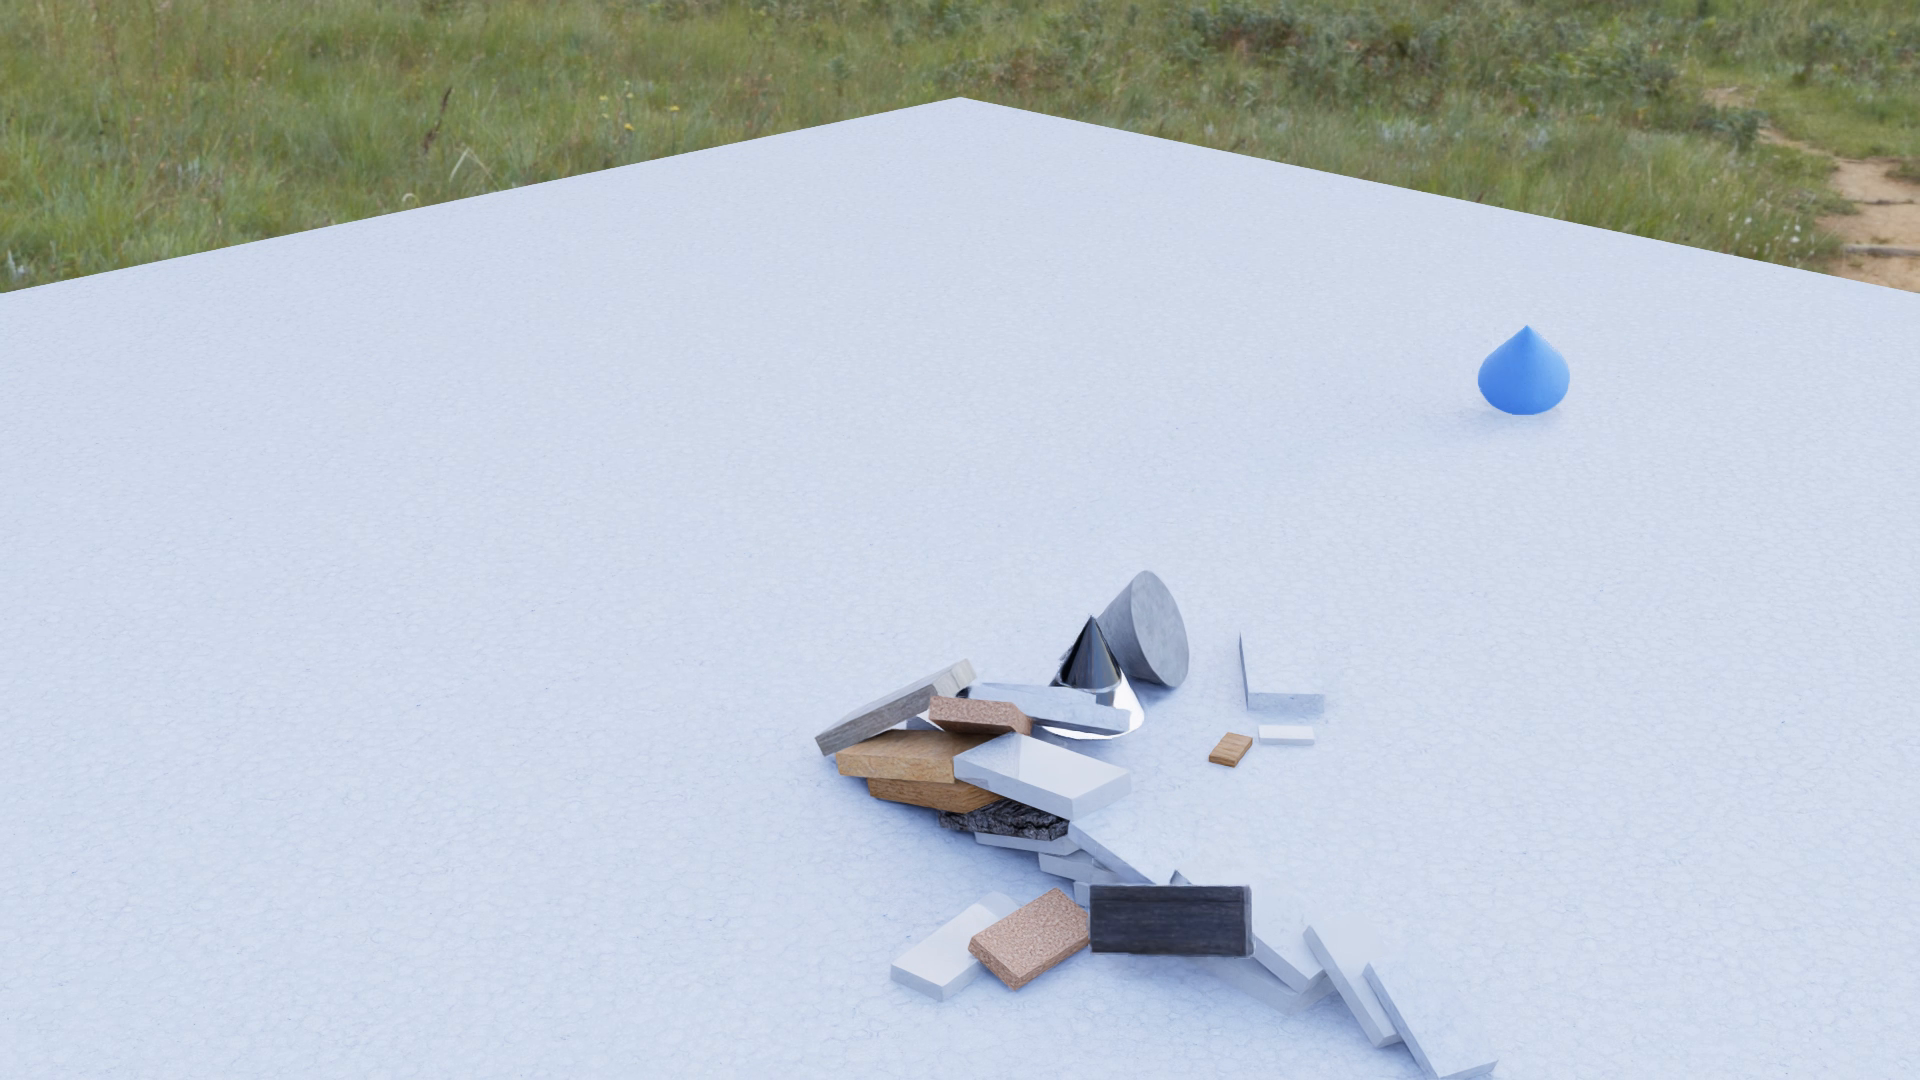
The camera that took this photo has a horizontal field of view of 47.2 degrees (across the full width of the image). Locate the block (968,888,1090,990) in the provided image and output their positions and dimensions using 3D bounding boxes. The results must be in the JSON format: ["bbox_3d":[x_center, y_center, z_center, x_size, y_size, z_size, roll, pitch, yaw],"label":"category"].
[{"bbox_3d":[0.137,0.719,3.973,0.117,0.033,0.235,37,38,28],"label":"block"}]

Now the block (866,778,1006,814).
[{"bbox_3d":[-0.029,0.487,4.433,0.161,0.046,0.322,-17,11,-35],"label":"block"}]

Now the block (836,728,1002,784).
[{"bbox_3d":[-0.078,0.439,4.491,0.336,0.048,0.168,-2,13,45],"label":"block"}]

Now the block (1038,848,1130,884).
[{"bbox_3d":[0.285,0.609,4.154,0.129,0.037,0.258,-20,18,-40],"label":"block"}]

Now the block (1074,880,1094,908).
[{"bbox_3d":[0.374,0.657,4.072,0.154,0.044,0.309,-20,17,-38],"label":"block"}]

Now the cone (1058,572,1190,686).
[{"bbox_3d":[0.340,0.240,5.040,0.272,0.272,0.272,-19,13,28],"label":"cone"}]

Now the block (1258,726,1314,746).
[{"bbox_3d":[0.703,0.422,4.746,0.116,0.016,0.058,1,23,3],"label":"block"}]

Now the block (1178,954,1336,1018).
[{"bbox_3d":[0.524,0.743,3.954,0.154,0.044,0.309,-20,30,-38],"label":"block"}]

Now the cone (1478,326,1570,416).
[{"bbox_3d":[1.696,-0.563,6.599,0.272,0.272,0.272,-5,58,9],"label":"cone"}]

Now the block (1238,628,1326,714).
[{"bbox_3d":[0.730,0.294,5.007,0.168,0.048,0.336,1,23,3],"label":"block"}]

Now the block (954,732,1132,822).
[{"bbox_3d":[0.157,0.453,4.245,0.161,0.046,0.322,-20,23,-40],"label":"block"}]

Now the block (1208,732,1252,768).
[{"bbox_3d":[0.577,0.447,4.687,0.058,0.016,0.116,11,25,24],"label":"block"}]

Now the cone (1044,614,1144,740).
[{"bbox_3d":[0.285,0.271,4.809,0.243,0.243,0.243,0,23,0],"label":"cone"}]

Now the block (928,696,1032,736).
[{"bbox_3d":[0.045,0.368,4.488,0.164,0.047,0.328,4,-11,10],"label":"block"}]

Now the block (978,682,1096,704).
[{"bbox_3d":[0.164,0.337,4.744,0.235,0.033,0.117,0,-12,40],"label":"block"}]

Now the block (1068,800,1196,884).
[{"bbox_3d":[0.334,0.577,4.055,0.129,0.037,0.258,-18,36,-38],"label":"block"}]

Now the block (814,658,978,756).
[{"bbox_3d":[-0.135,0.352,4.630,0.329,0.047,0.164,-26,3,31],"label":"block"}]

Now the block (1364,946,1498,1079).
[{"bbox_3d":[0.793,0.802,3.712,0.119,0.034,0.238,-10,47,-22],"label":"block"}]

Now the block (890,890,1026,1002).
[{"bbox_3d":[0.017,0.733,3.989,0.117,0.033,0.308,17,28,34],"label":"block"}]

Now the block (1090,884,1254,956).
[{"bbox_3d":[0.371,0.671,3.888,0.296,0.119,0.034,-5,-7,29],"label":"block"}]

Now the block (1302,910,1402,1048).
[{"bbox_3d":[0.705,0.756,3.795,0.119,0.034,0.239,-7,49,-31],"label":"block"}]

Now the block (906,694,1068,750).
[{"bbox_3d":[0.054,0.419,4.712,0.168,0.048,0.336,-18,29,-36],"label":"block"}]

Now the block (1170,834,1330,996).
[{"bbox_3d":[0.538,0.663,3.907,0.309,0.044,0.154,38,41,27],"label":"block"}]

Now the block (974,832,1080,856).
[{"bbox_3d":[0.160,0.563,4.287,0.129,0.037,0.258,-20,12,-39],"label":"block"}]

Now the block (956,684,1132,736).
[{"bbox_3d":[0.171,0.360,4.631,0.344,0.047,0.164,10,-10,-10],"label":"block"}]

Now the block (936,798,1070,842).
[{"bbox_3d":[0.120,0.526,4.303,0.161,0.046,0.322,-20,12,-39],"label":"block"}]
